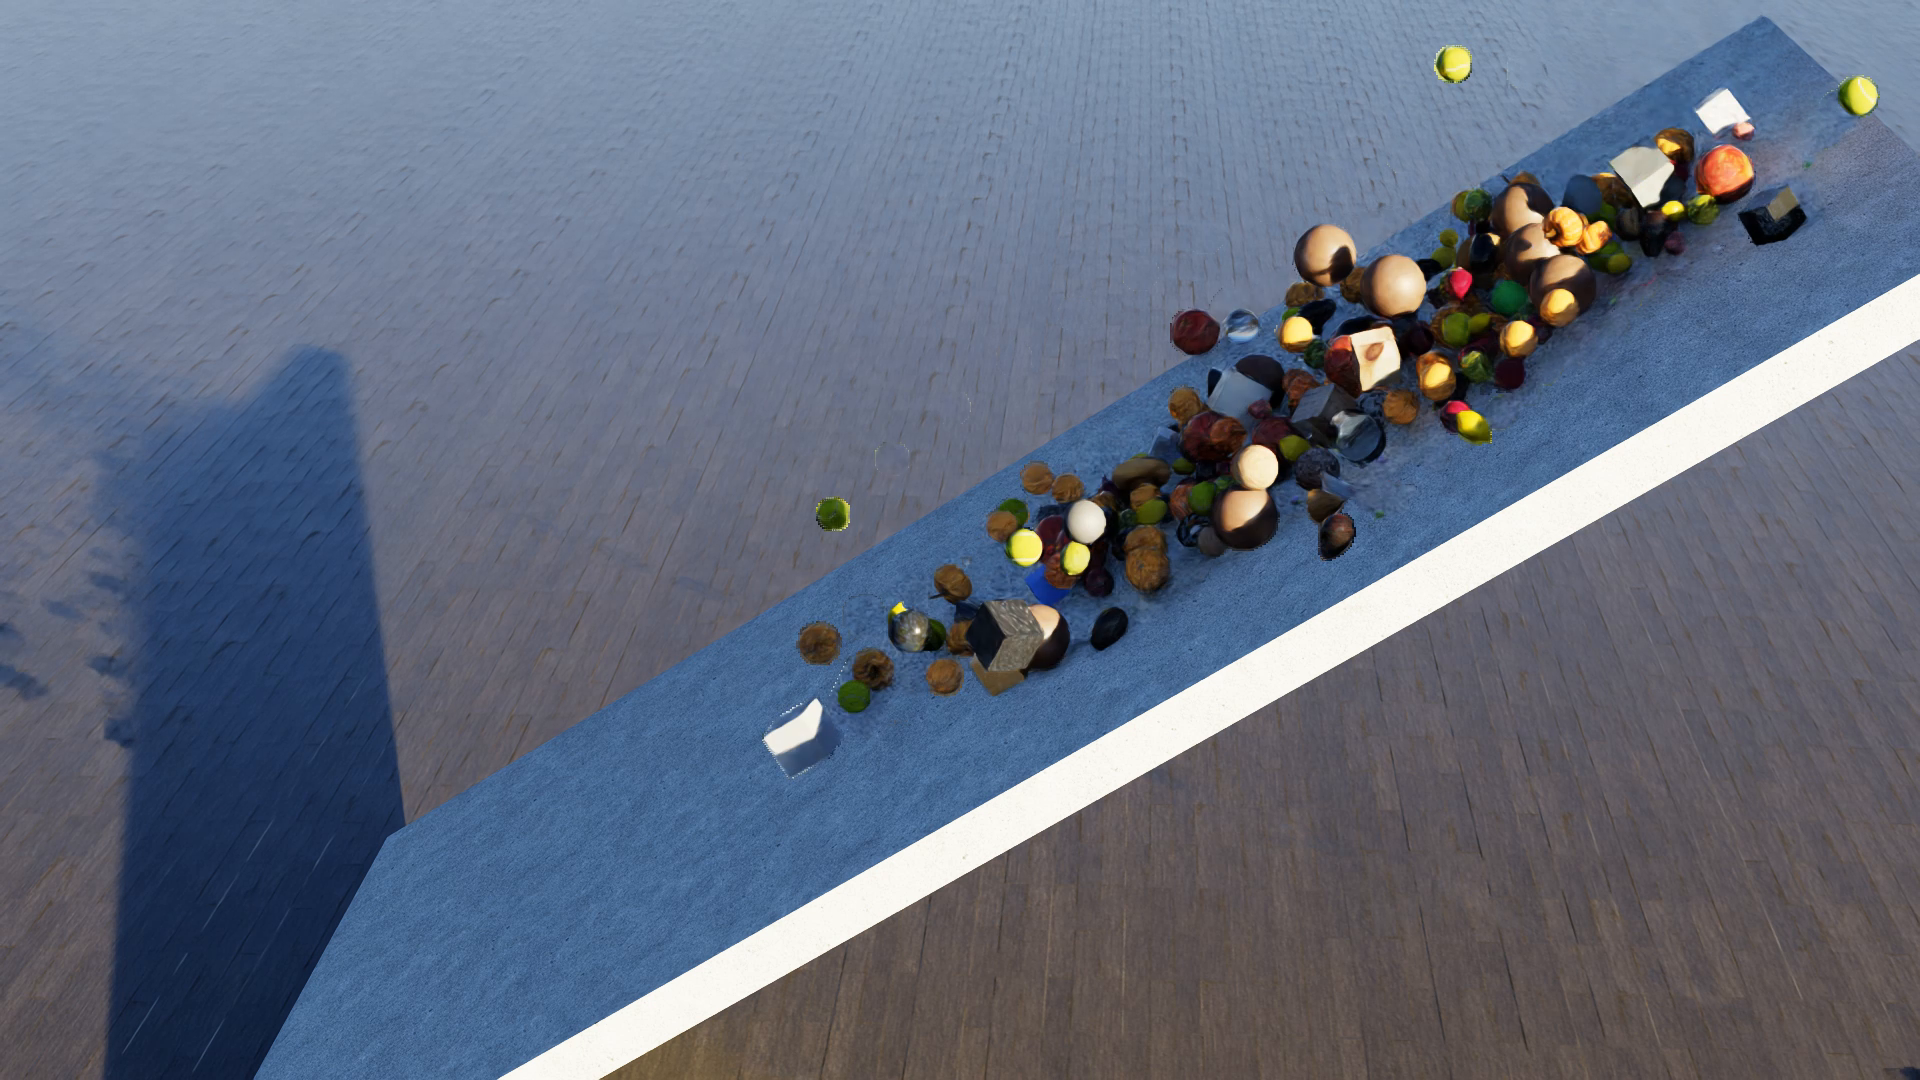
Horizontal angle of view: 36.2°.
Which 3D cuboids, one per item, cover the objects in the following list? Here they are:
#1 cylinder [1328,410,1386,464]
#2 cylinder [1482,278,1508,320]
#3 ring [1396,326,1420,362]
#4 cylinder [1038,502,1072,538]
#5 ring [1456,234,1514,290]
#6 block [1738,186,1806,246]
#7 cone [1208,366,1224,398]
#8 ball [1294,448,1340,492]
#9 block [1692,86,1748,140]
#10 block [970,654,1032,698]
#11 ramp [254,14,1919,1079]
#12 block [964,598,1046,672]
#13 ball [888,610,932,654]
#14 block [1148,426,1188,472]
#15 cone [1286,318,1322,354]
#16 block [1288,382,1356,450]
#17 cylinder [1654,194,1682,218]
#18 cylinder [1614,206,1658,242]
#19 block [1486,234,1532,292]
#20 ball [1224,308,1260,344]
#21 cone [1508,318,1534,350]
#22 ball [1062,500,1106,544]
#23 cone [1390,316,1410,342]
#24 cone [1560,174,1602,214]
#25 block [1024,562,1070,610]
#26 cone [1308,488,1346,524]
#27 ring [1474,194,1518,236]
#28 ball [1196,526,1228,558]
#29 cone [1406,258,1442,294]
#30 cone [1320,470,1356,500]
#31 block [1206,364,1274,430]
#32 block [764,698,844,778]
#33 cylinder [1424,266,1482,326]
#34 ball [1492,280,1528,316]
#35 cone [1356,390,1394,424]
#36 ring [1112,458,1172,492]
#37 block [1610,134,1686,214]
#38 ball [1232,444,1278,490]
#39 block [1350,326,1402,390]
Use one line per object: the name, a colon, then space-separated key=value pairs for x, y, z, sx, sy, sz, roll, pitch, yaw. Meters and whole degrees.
cylinder: x=0.768 y=-0.201 z=5.700 sx=0.096 sy=0.096 sz=0.096 roll=-2 pitch=9 yaw=-5
cylinder: x=1.088 y=-0.483 z=5.896 sx=0.062 sy=0.062 sz=0.062 roll=38 pitch=4 yaw=-3
ring: x=0.928 y=-0.408 z=6.100 sx=0.027 sy=0.080 sz=0.080 roll=28 pitch=29 yaw=15
cylinder: x=0.215 y=-0.044 z=6.361 sx=0.069 sy=0.069 sz=0.069 roll=-10 pitch=14 yaw=28
ring: x=1.076 y=-0.571 z=6.032 sx=0.117 sy=0.117 sz=0.039 roll=4 pitch=19 yaw=12
block: x=1.505 y=-0.601 z=5.452 sx=0.073 sy=0.073 sz=0.073 roll=-42 pitch=17 yaw=-26
cone: x=0.613 y=-0.340 z=6.591 sx=0.096 sy=0.096 sz=0.096 roll=1 pitch=20 yaw=19
ball: x=0.693 y=-0.135 z=5.703 sx=0.088 sy=0.088 sz=0.088 roll=0 pitch=20 yaw=0
block: x=1.564 y=-0.878 z=6.050 sx=0.076 sy=0.076 sz=0.076 roll=-38 pitch=6 yaw=14
block: x=0.082 y=0.246 z=5.835 sx=0.080 sy=0.080 sz=0.080 roll=-29 pitch=16 yaw=21
ramp: x=0.140 y=0.170 z=6.295 sx=4.000 sy=0.100 sz=2.000 roll=-31 pitch=15 yaw=14
block: x=0.082 y=0.173 z=5.353 sx=0.090 sy=0.090 sz=0.090 roll=-3 pitch=45 yaw=-35
ball: x=-0.101 y=0.185 z=5.965 sx=0.090 sy=0.090 sz=0.090 roll=0 pitch=20 yaw=0
block: x=0.451 y=-0.198 z=6.401 sx=0.066 sy=0.066 sz=0.066 roll=23 pitch=21 yaw=-3
cone: x=0.753 y=-0.470 z=6.562 sx=0.080 sy=0.080 sz=0.080 roll=-17 pitch=54 yaw=-38
block: x=0.737 y=-0.246 z=5.912 sx=0.090 sy=0.090 sz=0.090 roll=-14 pitch=39 yaw=52
cylinder: x=1.415 y=-0.674 z=5.886 sx=0.051 sy=0.051 sz=0.051 roll=2 pitch=0 yaw=5
cylinder: x=1.350 y=-0.633 z=5.880 sx=0.063 sy=0.063 sz=0.063 roll=-7 pitch=-4 yaw=-17
block: x=1.121 y=-0.571 z=6.130 sx=0.088 sy=0.088 sz=0.088 roll=-39 pitch=15 yaw=3
ball: x=0.581 y=-0.441 z=6.078 sx=0.074 sy=0.074 sz=0.074 roll=0 pitch=20 yaw=0
cone: x=1.089 y=-0.411 z=5.766 sx=0.057 sy=0.057 sz=0.057 roll=-25 pitch=19 yaw=9
ball: x=0.238 y=-0.035 z=5.677 sx=0.086 sy=0.086 sz=0.086 roll=0 pitch=20 yaw=0
cone: x=0.950 y=-0.438 z=6.217 sx=0.057 sy=0.057 sz=0.057 roll=20 pitch=28 yaw=39
cone: x=1.241 y=-0.683 z=5.968 sx=0.087 sy=0.087 sz=0.087 roll=-12 pitch=-13 yaw=-30
block: x=0.181 y=0.095 z=6.122 sx=0.064 sy=0.064 sz=0.064 roll=-35 pitch=15 yaw=-2
cone: x=0.700 y=-0.070 z=5.523 sx=0.068 sy=0.068 sz=0.068 roll=-20 pitch=3 yaw=-43
ring: x=1.174 y=-0.704 z=6.429 sx=0.113 sy=0.113 sz=0.038 roll=-14 pitch=44 yaw=-33
ball: x=0.494 y=0.003 z=5.748 sx=0.062 sy=0.062 sz=0.062 roll=0 pitch=20 yaw=0
cone: x=1.014 y=-0.550 z=6.352 sx=0.083 sy=0.083 sz=0.083 roll=-4 pitch=41 yaw=-11
cone: x=0.706 y=-0.106 z=5.612 sx=0.072 sy=0.072 sz=0.072 roll=-34 pitch=13 yaw=9
block: x=0.583 y=-0.297 z=6.131 sx=0.095 sy=0.095 sz=0.095 roll=29 pitch=8 yaw=-7
block: x=-0.321 y=0.404 z=6.020 sx=0.100 sy=0.100 sz=0.100 roll=-31 pitch=8 yaw=23
cylinder: x=1.029 y=-0.510 z=6.148 sx=0.090 sy=0.090 sz=0.090 roll=-32 pitch=15 yaw=10
ball: x=1.089 y=-0.479 z=5.827 sx=0.070 sy=0.070 sz=0.070 roll=0 pitch=20 yaw=0
cone: x=0.825 y=-0.243 z=5.817 sx=0.077 sy=0.077 sz=0.077 roll=-1 pitch=51 yaw=-2
ring: x=0.384 y=-0.137 z=6.217 sx=0.125 sy=0.042 sz=0.125 roll=-6 pitch=-19 yaw=-2
block: x=1.358 y=-0.721 z=5.810 sx=0.091 sy=0.091 sz=0.091 roll=-37 pitch=47 yaw=11
ball: x=0.563 y=-0.138 z=5.605 sx=0.088 sy=0.088 sz=0.088 roll=0 pitch=20 yaw=0
block: x=0.806 y=-0.352 z=5.702 sx=0.079 sy=0.079 sz=0.079 roll=-12 pitch=51 yaw=2
